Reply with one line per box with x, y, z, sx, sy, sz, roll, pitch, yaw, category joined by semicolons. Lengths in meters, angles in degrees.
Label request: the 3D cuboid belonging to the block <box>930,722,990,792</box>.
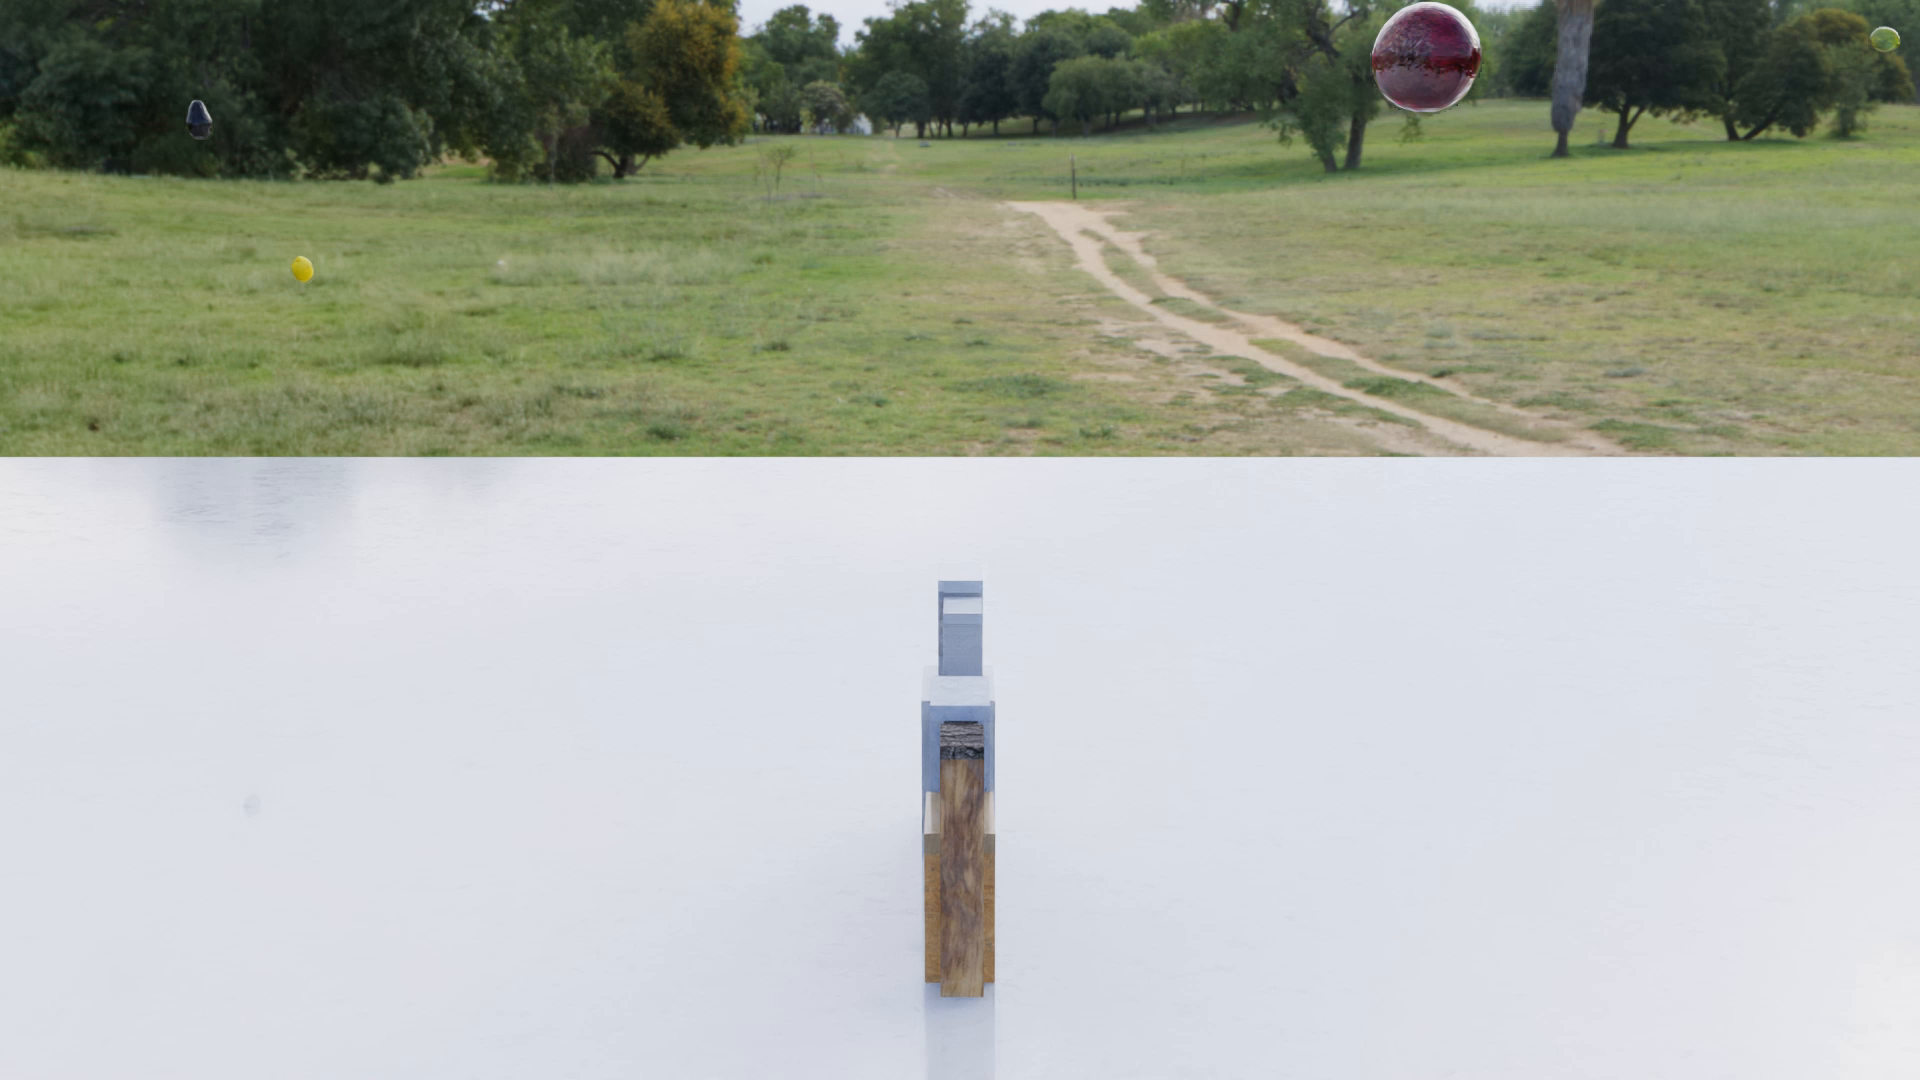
0.000;0.366;3.438;0.092;0.184;0.026;0;11;0;block

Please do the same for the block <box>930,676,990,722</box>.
0.000;0.251;3.480;0.092;0.026;0.185;0;11;0;block

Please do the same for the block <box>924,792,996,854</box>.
0.000;0.426;3.328;0.104;0.030;0.209;0;11;0;block

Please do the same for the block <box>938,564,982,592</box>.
0.001;0.068;3.958;0.079;0.022;0.158;0;11;0;block

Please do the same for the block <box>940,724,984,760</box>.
0.003;0.294;3.213;0.063;0.018;0.127;0;11;0;block

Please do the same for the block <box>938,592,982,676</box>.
0.001;0.167;3.923;0.079;0.158;0.022;0;11;0;block

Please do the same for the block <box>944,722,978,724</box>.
0.001;0.296;3.336;0.052;0.015;0.104;0;11;0;block

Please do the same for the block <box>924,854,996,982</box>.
0.000;0.556;3.281;0.104;0.209;0.030;0;11;0;block

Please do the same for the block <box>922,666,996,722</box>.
-0.003;0.270;3.898;0.127;0.036;0.255;0;11;0;block

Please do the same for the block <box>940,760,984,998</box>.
0.003;0.490;3.206;0.063;0.365;0.018;0;11;0;block

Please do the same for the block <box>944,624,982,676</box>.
0.005;0.205;3.785;0.067;0.133;0.019;0;11;0;block

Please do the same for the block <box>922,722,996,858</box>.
-0.003;0.429;3.841;0.127;0.255;0.036;0;11;0;block

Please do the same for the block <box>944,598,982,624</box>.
0.005;0.122;3.815;0.067;0.019;0.133;0;11;0;block
